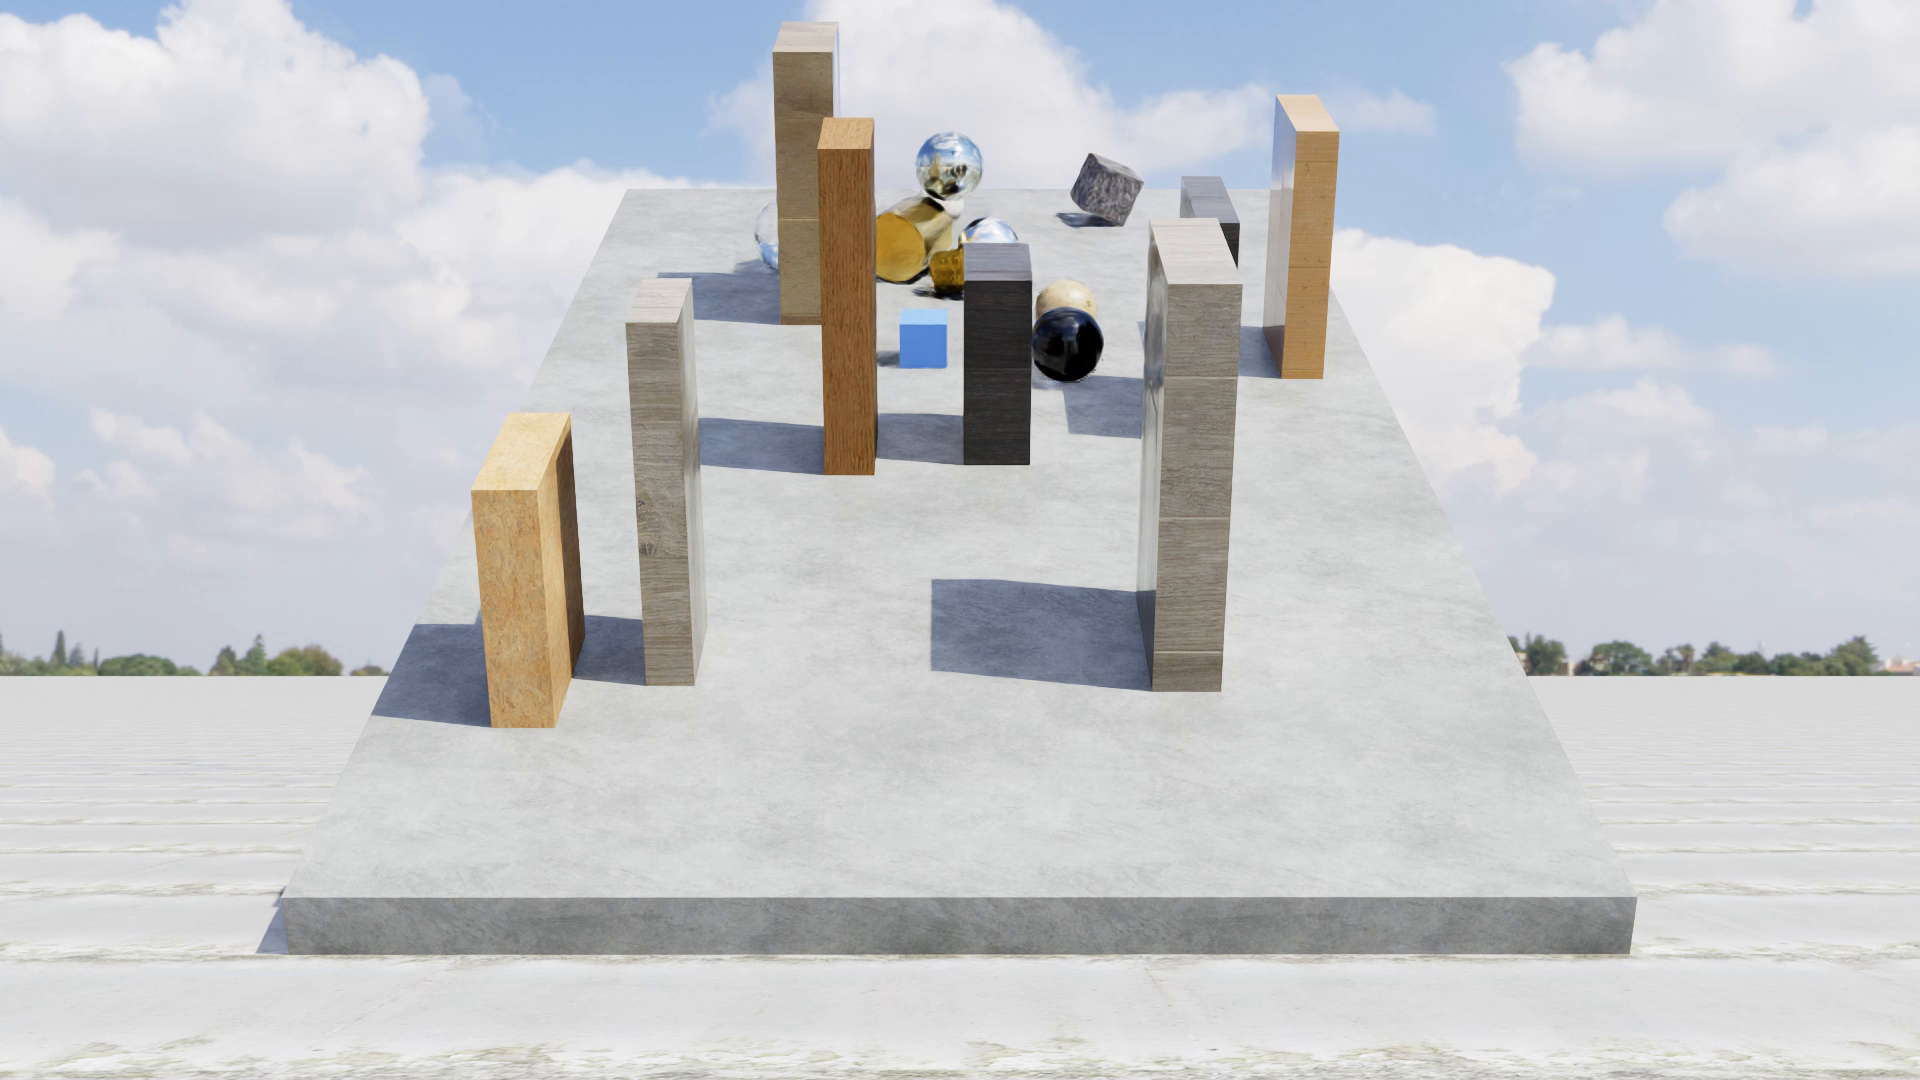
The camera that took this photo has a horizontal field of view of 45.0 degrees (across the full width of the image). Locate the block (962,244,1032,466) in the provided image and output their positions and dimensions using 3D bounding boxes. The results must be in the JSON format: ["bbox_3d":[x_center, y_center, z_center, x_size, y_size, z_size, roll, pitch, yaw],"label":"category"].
[{"bbox_3d":[0.079,-0.405,5.039,0.143,0.415,0.274,0,24,0],"label":"block"}]

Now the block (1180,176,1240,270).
[{"bbox_3d":[0.549,-0.522,5.201,0.089,0.500,0.389,0,24,0],"label":"block"}]

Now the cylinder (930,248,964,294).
[{"bbox_3d":[-0.005,-0.709,6.087,0.109,0.109,0.109,-5,-5,26],"label":"cylinder"}]

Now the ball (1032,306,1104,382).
[{"bbox_3d":[0.250,-0.462,5.468,0.178,0.178,0.178,0,-3,0],"label":"ball"}]

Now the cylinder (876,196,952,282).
[{"bbox_3d":[-0.142,-0.812,6.249,0.189,0.189,0.189,-2,21,25],"label":"cylinder"}]

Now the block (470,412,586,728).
[{"bbox_3d":[-0.734,0.047,3.976,0.106,0.433,0.355,0,24,0],"label":"block"}]

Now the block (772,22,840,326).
[{"bbox_3d":[-0.382,-0.936,5.906,0.144,0.691,0.377,0,24,0],"label":"block"}]

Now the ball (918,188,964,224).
[{"bbox_3d":[-0.057,-0.968,6.674,0.139,0.139,0.139,0,-3,0],"label":"ball"}]

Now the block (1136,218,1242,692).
[{"bbox_3d":[0.393,-0.152,4.056,0.120,0.737,0.390,0,24,0],"label":"block"}]

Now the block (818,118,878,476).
[{"bbox_3d":[-0.235,-0.516,4.924,0.106,0.707,0.271,0,24,0],"label":"block"}]

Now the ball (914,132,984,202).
[{"bbox_3d":[-0.028,-1.012,6.282,0.187,0.187,0.187,0,-3,0],"label":"ball"}]

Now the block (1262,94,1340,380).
[{"bbox_3d":[0.813,-0.730,5.559,0.098,0.596,0.371,0,24,0],"label":"block"}]

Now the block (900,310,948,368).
[{"bbox_3d":[-0.086,-0.485,5.599,0.112,0.112,0.112,1,24,1],"label":"block"}]

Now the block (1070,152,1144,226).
[{"bbox_3d":[0.425,-1.018,6.725,0.141,0.141,0.141,18,20,-20],"label":"block"}]

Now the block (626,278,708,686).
[{"bbox_3d":[-0.504,-0.098,4.020,0.084,0.664,0.242,0,24,0],"label":"block"}]

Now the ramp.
[{"bbox_3d":[-0.008,-0.227,5.273,2.000,0.100,4.000,0,24,0],"label":"ramp"}]

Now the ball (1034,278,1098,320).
[{"bbox_3d":[0.262,-0.566,5.731,0.157,0.157,0.157,0,-3,0],"label":"ball"}]

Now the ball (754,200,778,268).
[{"bbox_3d":[-0.457,-0.827,6.267,0.198,0.198,0.198,0,-3,0],"label":"ball"}]

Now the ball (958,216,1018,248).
[{"bbox_3d":[0.075,-0.784,6.219,0.165,0.165,0.165,0,-3,0],"label":"ball"}]
